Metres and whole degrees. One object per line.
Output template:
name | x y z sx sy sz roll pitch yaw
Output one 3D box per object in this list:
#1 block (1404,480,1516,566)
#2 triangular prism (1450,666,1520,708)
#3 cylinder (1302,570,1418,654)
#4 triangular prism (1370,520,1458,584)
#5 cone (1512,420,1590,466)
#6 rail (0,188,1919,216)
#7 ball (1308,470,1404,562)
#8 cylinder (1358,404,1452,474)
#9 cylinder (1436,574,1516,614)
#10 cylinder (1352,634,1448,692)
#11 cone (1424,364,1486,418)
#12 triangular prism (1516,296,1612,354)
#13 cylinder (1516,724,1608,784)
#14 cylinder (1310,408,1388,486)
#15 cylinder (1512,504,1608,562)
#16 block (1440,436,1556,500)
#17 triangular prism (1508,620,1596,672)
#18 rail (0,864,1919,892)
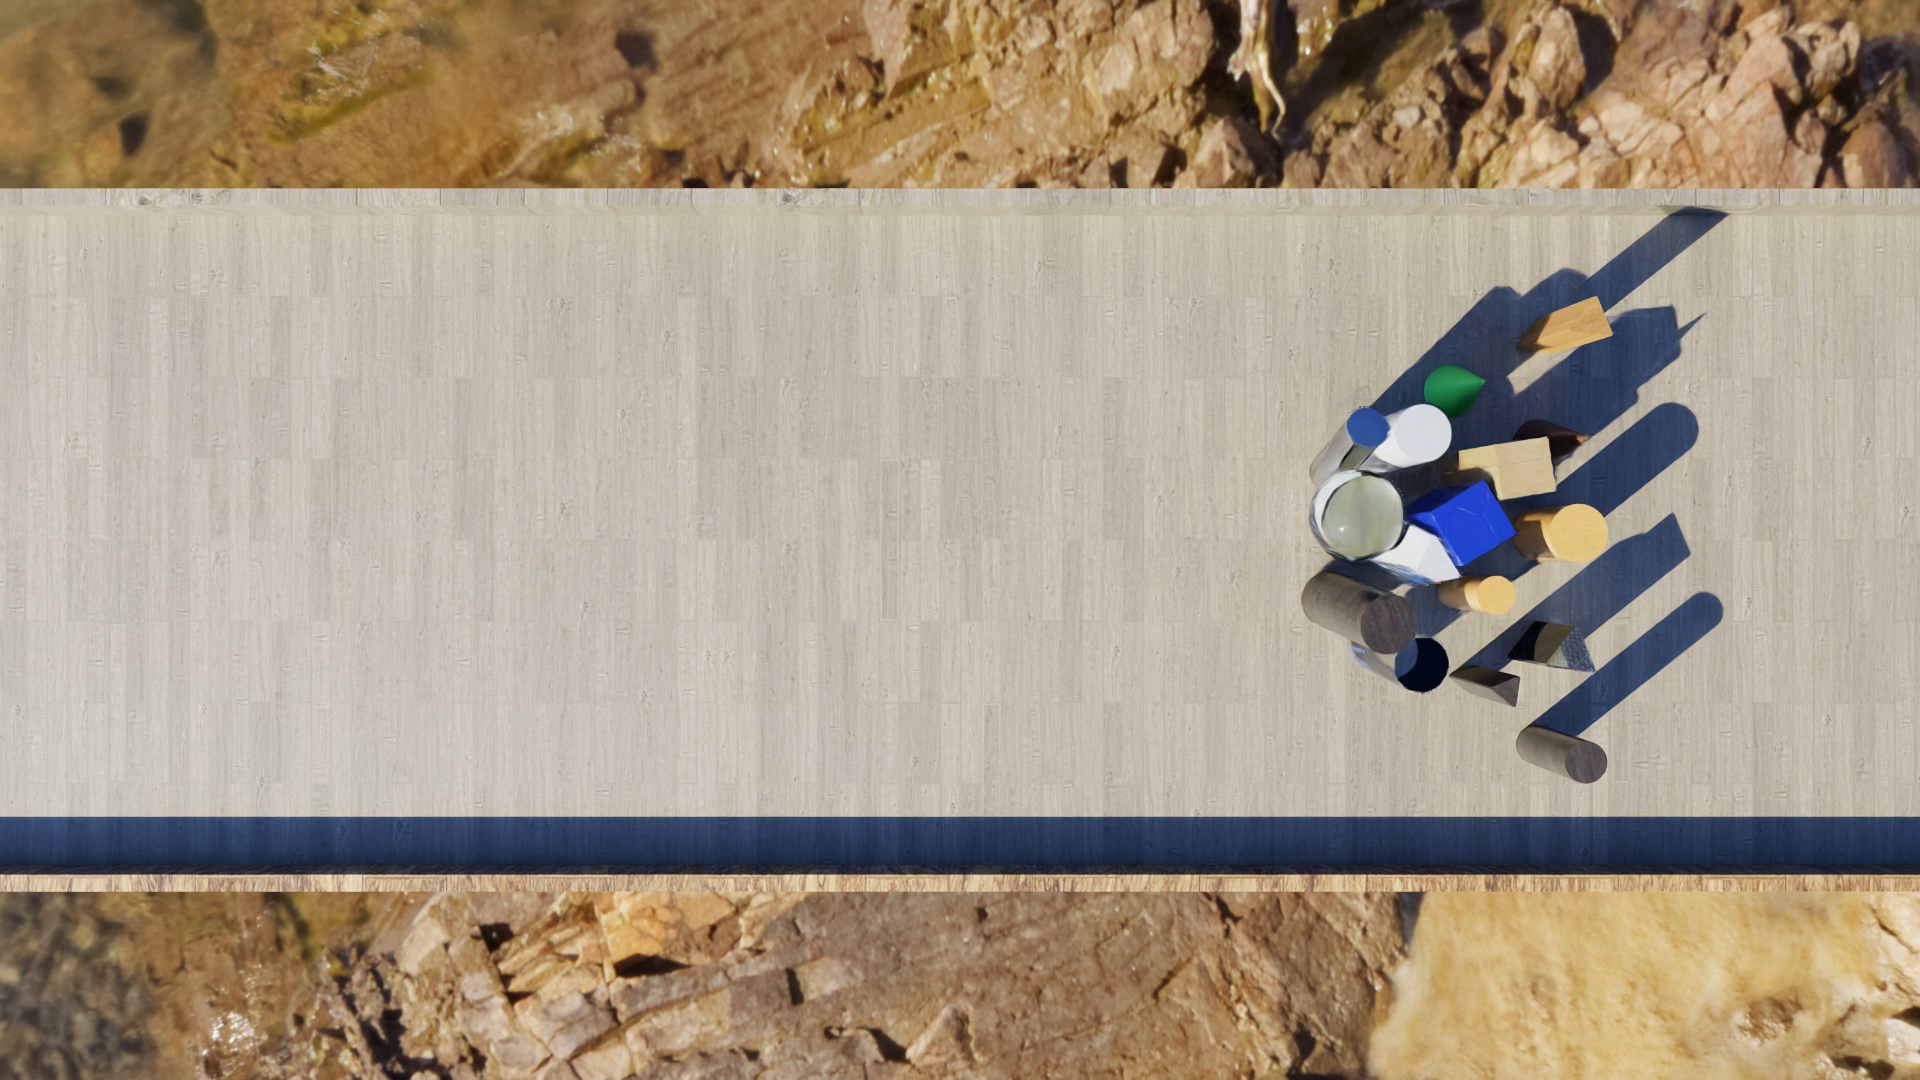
block | 1.441 -0.043 4.864 0.178 0.416 0.178 -31 90 -3
triangular prism | 1.561 0.416 4.871 0.088 0.410 0.076 39 90 0
cylinder | 1.166 0.209 4.843 0.172 0.440 0.172 -1 98 -10
triangular prism | 1.305 0.004 4.862 0.154 0.386 0.134 -8 106 -10
cone | 1.780 -0.292 4.867 0.159 0.419 0.159 0 90 0
rail | -2.247 -1.025 5.002 12.000 0.150 0.050 0 90 0
ball | 1.156 -0.070 4.813 0.273 0.273 0.273 0 90 0
cylinder | 1.278 -0.288 4.841 0.163 0.458 0.163 0 87 -4
cylinder | 1.523 0.156 4.880 0.110 0.394 0.110 0 90 0
cylinder | 1.295 0.339 4.874 0.158 0.390 0.158 0 95 -4
cone | 1.510 -0.458 4.907 0.166 0.339 0.166 0 90 0
triangular prism | 1.776 -0.633 4.850 0.119 0.454 0.103 7 90 0
cylinder | 1.771 0.629 4.871 0.121 0.411 0.121 0 90 0
cylinder | 1.139 -0.261 4.855 0.117 0.427 0.117 1 75 -3
cylinder | 1.784 -0.019 4.916 0.170 0.322 0.170 0 90 0
block | 1.574 -0.200 4.854 0.156 0.434 0.156 -9 90 -4
triangular prism | 1.765 0.309 4.910 0.143 0.334 0.124 8 90 0
rail | -2.247 1.025 5.001 12.000 0.150 0.050 0 90 0
